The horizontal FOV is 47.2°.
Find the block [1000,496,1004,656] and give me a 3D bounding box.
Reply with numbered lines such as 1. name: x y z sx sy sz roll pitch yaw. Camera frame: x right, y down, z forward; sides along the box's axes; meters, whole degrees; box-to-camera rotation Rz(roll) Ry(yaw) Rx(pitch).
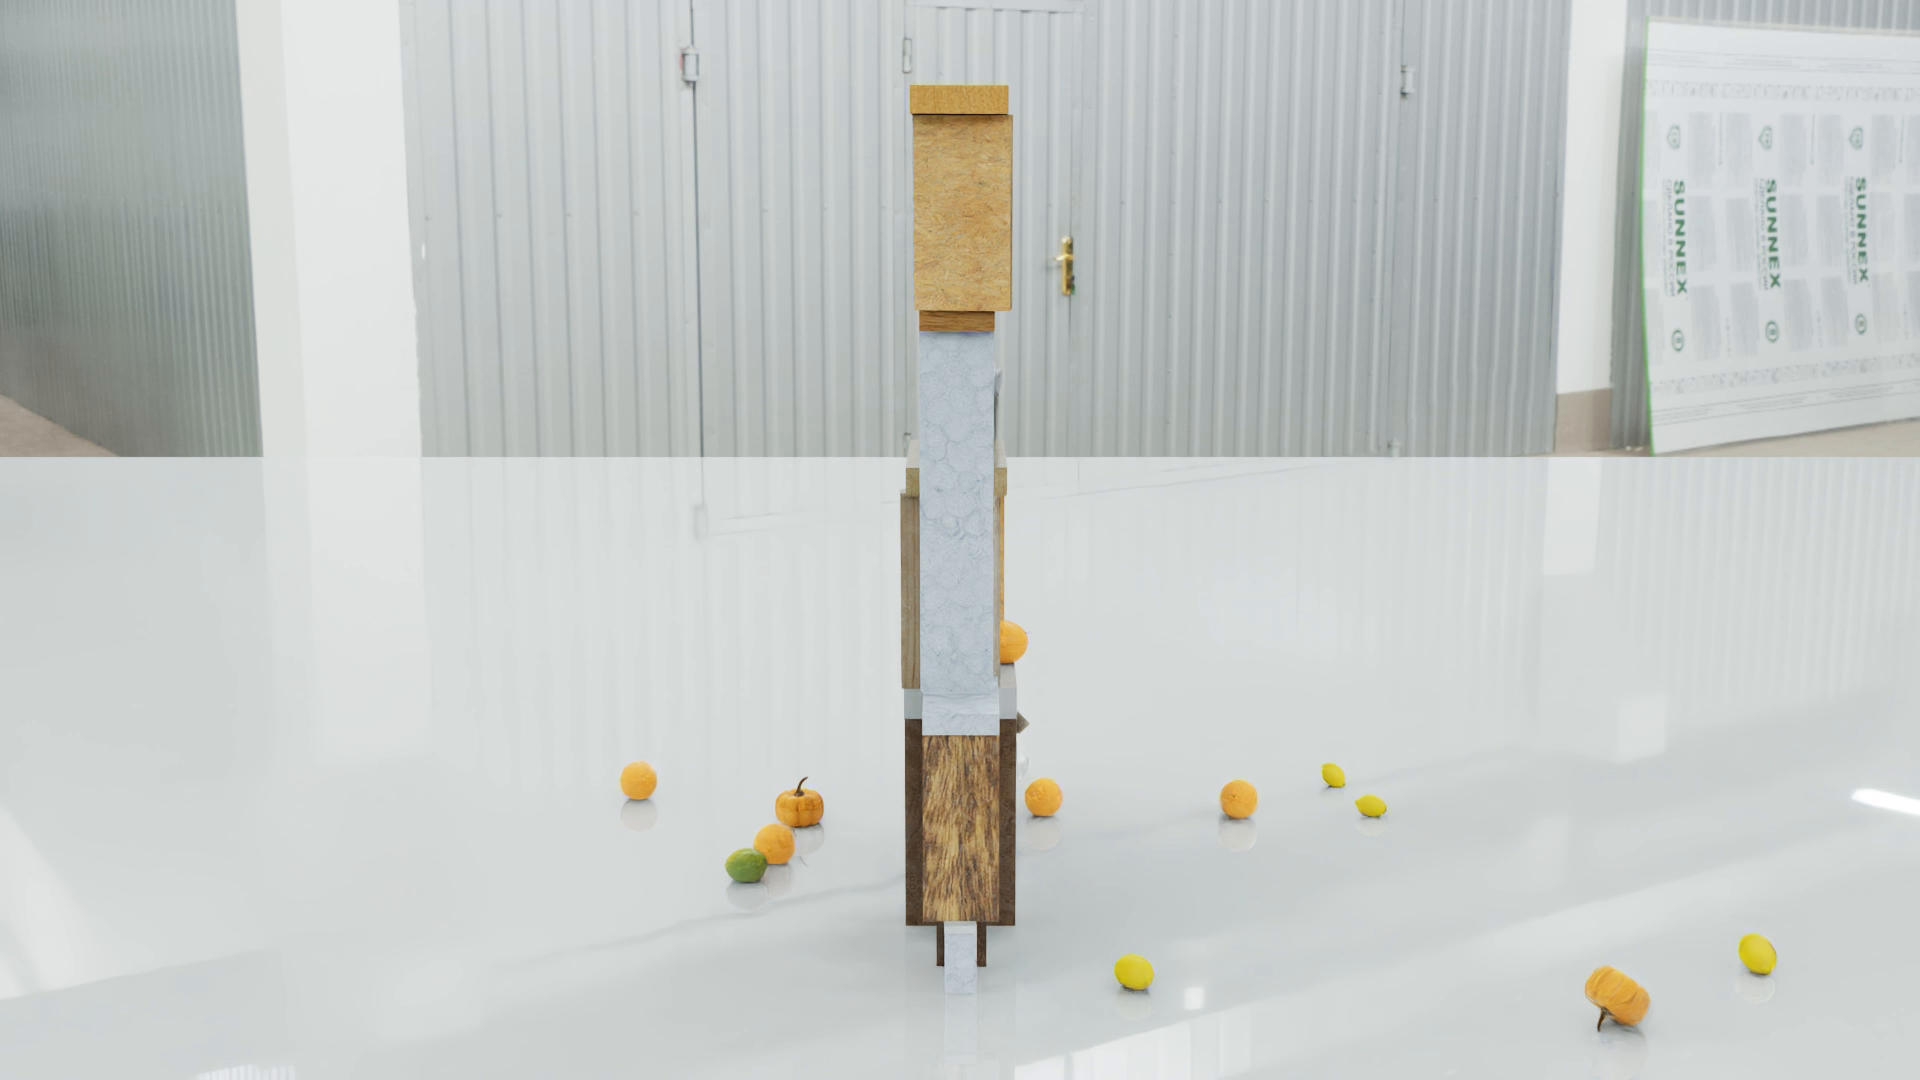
1. block: -0.005 0.037 3.609 0.153 0.307 0.043 0 11 -1

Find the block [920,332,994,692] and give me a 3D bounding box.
1. block: -0.005 -0.041 3.246 0.108 0.541 0.031 0 10 1

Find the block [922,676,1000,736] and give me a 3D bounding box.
1. block: 0.002 0.245 3.270 0.111 0.031 0.222 0 10 0

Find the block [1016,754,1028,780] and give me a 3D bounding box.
1. block: 0.031 0.457 4.190 0.102 0.029 0.204 12 25 34

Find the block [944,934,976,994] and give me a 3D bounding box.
1. block: 0.001 0.621 3.243 0.047 0.095 0.013 0 10 0

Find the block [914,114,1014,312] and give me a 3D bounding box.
1. block: 0.005 -0.466 3.132 0.137 0.274 0.039 1 13 6

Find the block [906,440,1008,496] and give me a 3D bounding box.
1. block: -0.005 -0.116 3.475 0.153 0.043 0.307 0 11 0

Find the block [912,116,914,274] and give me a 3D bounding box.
1. block: -0.002 -0.498 3.308 0.137 0.274 0.039 0 10 0

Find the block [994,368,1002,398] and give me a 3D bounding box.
1. block: 0.011 -0.275 3.868 0.112 0.032 0.224 1 10 5

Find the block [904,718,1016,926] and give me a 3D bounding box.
1. block: 0.001 0.440 3.513 0.175 0.351 0.050 0 11 0

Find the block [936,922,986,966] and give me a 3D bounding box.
1. block: 0.003 0.573 3.346 0.076 0.152 0.022 0 11 1

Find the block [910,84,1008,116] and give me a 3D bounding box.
1. block: -0.002 -0.637 3.190 0.137 0.039 0.274 0 10 0

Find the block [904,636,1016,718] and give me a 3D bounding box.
1. block: 0.001 0.222 3.592 0.175 0.050 0.351 0 11 0

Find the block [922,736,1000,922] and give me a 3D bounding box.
1. block: 0.001 0.416 3.225 0.111 0.288 0.031 0 10 0

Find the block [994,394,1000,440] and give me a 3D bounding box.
1. block: 0.008 -0.159 3.899 0.112 0.224 0.032 1 -22 6

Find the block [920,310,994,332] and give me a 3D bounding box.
1. block: -0.003 -0.335 3.264 0.108 0.031 0.217 0 11 0

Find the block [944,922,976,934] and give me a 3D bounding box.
1. block: -0.001 0.562 3.265 0.047 0.013 0.094 0 10 -2

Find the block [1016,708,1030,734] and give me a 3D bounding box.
1. block: 0.050 0.285 4.207 0.029 0.204 0.102 -45 0 0

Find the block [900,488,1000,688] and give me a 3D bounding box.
1. block: -0.016 0.075 3.407 0.153 0.307 0.043 -1 10 -4
